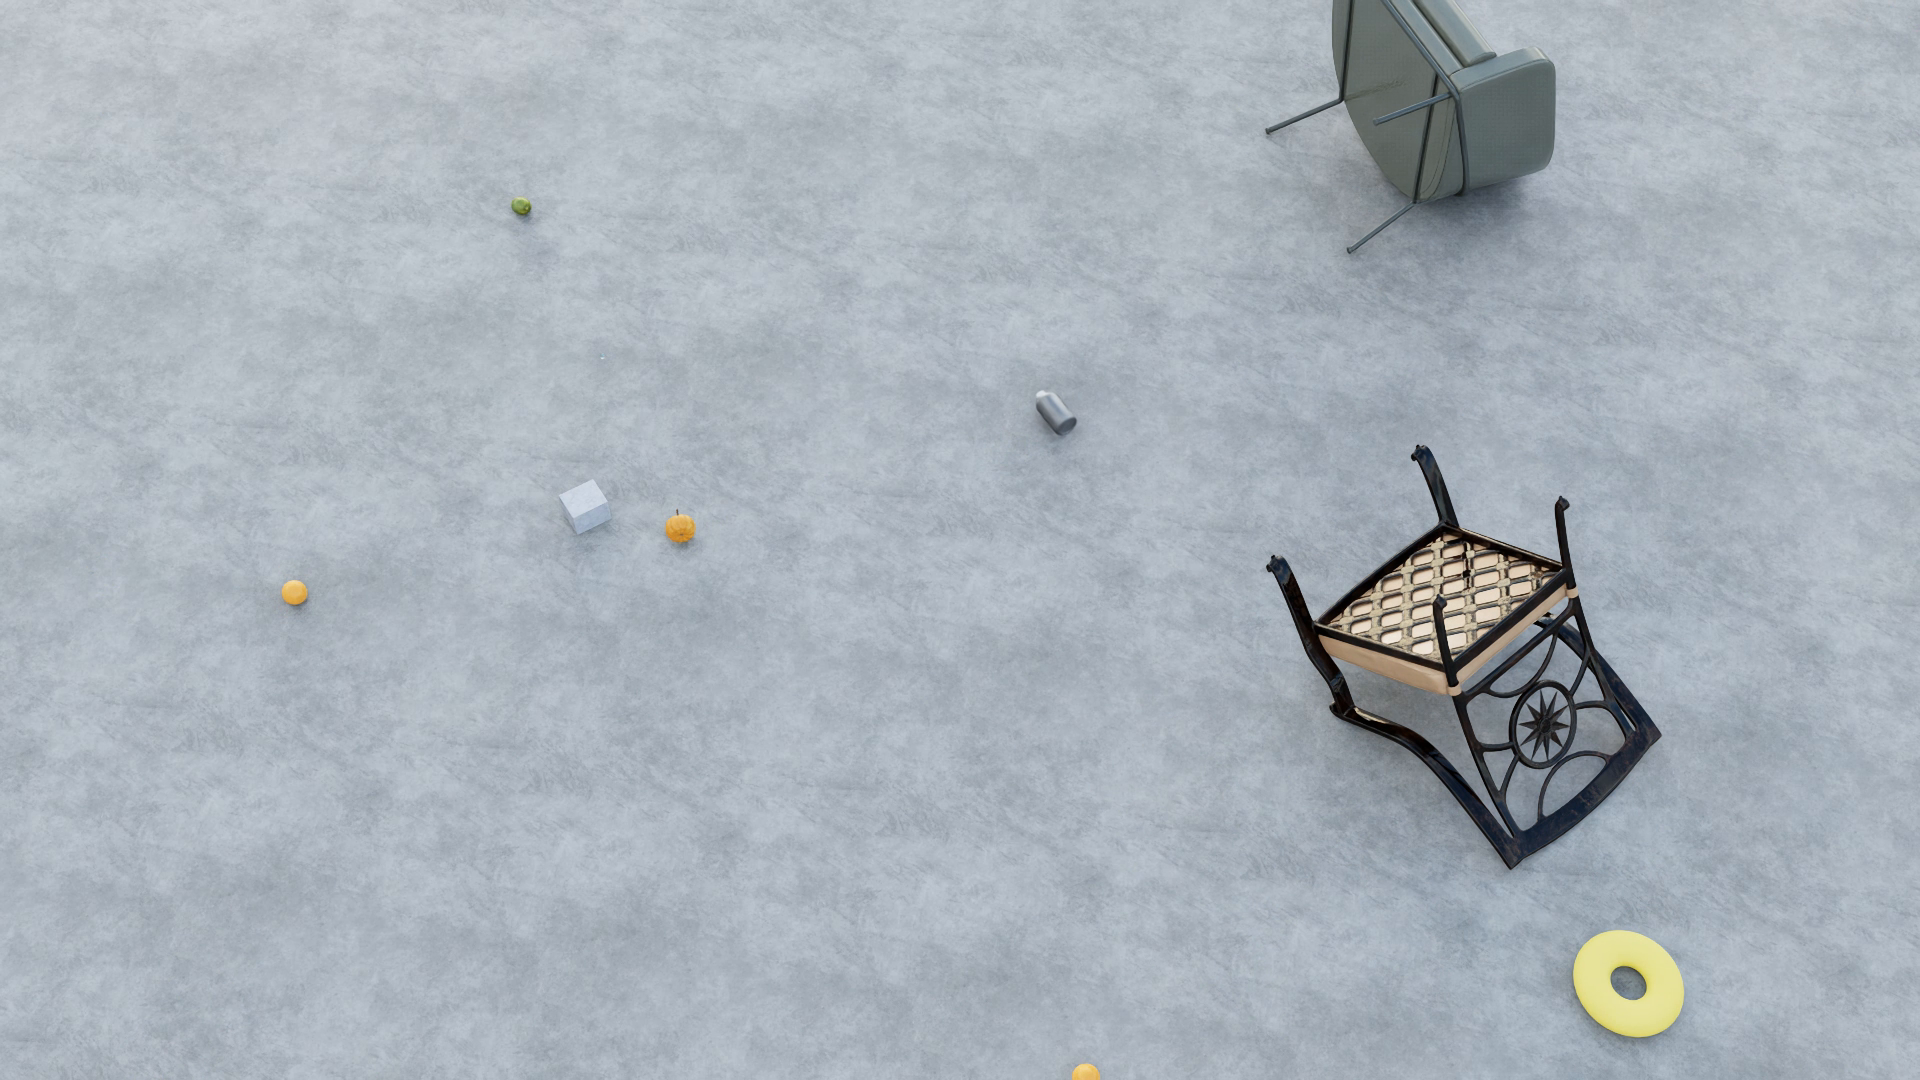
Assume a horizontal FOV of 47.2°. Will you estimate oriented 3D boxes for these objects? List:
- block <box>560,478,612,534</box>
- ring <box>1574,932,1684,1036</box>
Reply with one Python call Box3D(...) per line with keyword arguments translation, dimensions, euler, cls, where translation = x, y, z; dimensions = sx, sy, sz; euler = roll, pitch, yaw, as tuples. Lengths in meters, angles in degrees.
Box3D(translation=(-1.122, -0.099, 6.587), dimensions=(0.114, 0.089, 0.097), euler=(-28, 60, -17), cls="block")
Box3D(translation=(1.750, 1.160, 5.755), dimensions=(0.282, 0.068, 0.295), euler=(-20, 59, -12), cls="ring")
